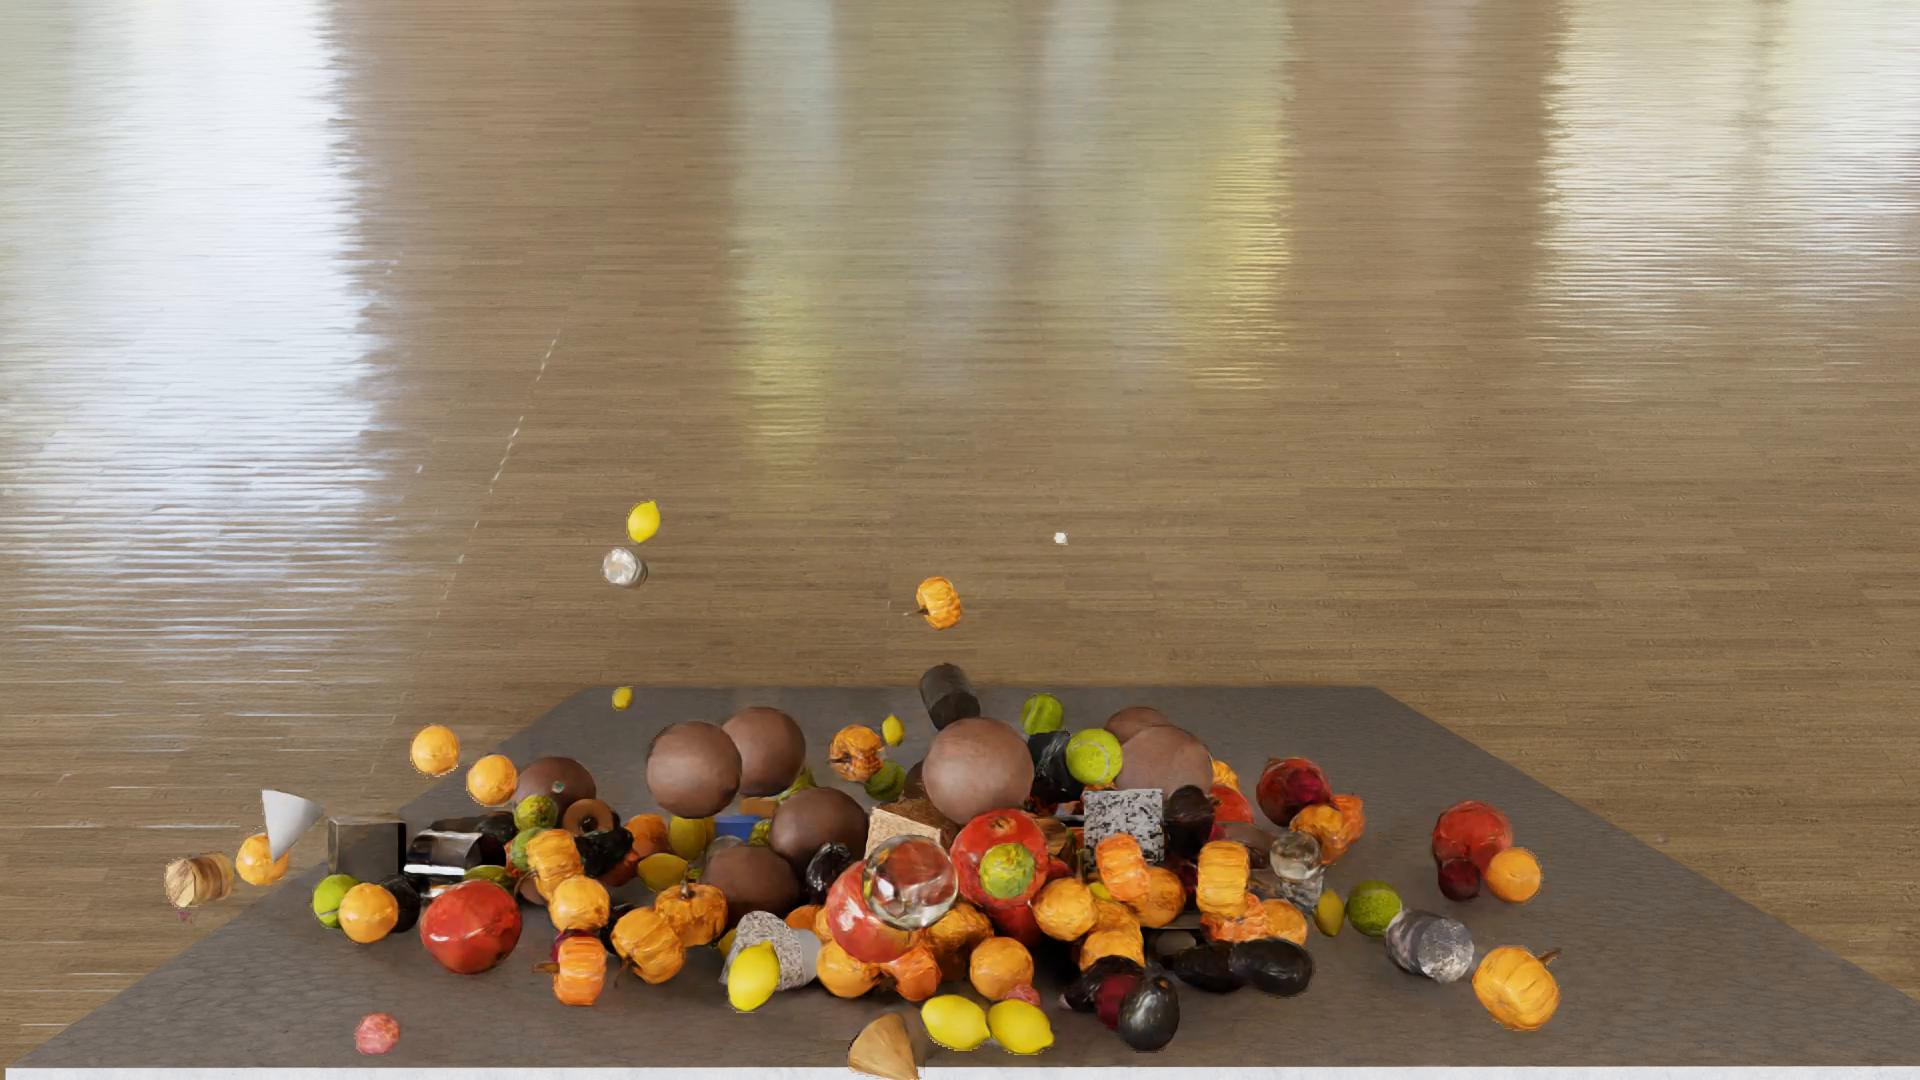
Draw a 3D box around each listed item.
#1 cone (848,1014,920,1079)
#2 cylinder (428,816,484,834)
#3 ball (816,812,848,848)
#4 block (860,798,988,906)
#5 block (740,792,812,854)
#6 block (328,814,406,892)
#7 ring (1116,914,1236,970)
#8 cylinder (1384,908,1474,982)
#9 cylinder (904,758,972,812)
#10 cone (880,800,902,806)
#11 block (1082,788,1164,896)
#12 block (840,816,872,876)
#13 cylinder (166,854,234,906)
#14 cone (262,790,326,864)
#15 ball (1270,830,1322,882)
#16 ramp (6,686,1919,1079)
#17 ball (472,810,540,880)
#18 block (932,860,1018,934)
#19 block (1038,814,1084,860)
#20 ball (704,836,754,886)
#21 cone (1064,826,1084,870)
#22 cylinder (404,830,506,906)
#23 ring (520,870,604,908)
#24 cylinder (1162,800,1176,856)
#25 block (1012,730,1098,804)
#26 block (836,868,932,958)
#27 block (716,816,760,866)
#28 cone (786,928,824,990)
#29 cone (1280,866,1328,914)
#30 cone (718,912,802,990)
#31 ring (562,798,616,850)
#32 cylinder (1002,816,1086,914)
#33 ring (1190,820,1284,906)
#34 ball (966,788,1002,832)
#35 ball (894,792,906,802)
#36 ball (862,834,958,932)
[{"bbox_3d":[-0.059,0.509,2.500,0.069,0.069,0.069,-20,44,-38],"label":"cone"},{"bbox_3d":[-0.714,0.439,3.700,0.078,0.078,0.078,-2,20,-38],"label":"cylinder"},{"bbox_3d":[-0.194,0.442,3.938,0.054,0.054,0.054,0,24,0],"label":"ball"},{"bbox_3d":[-0.042,0.369,3.029,0.099,0.099,0.099,15,10,33],"label":"block"},{"bbox_3d":[-0.278,0.430,3.912,0.080,0.080,0.080,1,2,26],"label":"block"},{"bbox_3d":[-0.829,0.436,3.597,0.092,0.092,0.092,-1,2,-21],"label":"block"},{"bbox_3d":[0.258,0.478,3.066,0.143,0.048,0.143,-1,3,0],"label":"ring"},{"bbox_3d":[0.541,0.468,2.973,0.073,0.073,0.073,-10,5,-21],"label":"cylinder"},{"bbox_3d":[-0.031,0.366,3.747,0.073,0.073,0.073,25,-9,44],"label":"cylinder"},{"bbox_3d":[-0.109,0.451,3.873,0.093,0.093,0.093,10,61,-19],"label":"cone"},{"bbox_3d":[0.201,0.372,3.170,0.096,0.096,0.096,-2,57,3],"label":"block"},{"bbox_3d":[-0.101,0.423,3.476,0.087,0.087,0.087,-12,-20,34],"label":"block"},{"bbox_3d":[-1.031,0.461,3.495,0.063,0.063,0.063,19,15,36],"label":"cylinder"},{"bbox_3d":[-0.945,0.409,3.598,0.092,0.092,0.092,8,69,17],"label":"cone"},{"bbox_3d":[0.388,0.365,2.971,0.060,0.060,0.060,0,24,0],"label":"ball"},{"bbox_3d":[0.055,0.497,4.545,2.000,0.100,4.000,0,2,0],"label":"ramp"},{"bbox_3d":[-0.643,0.431,3.636,0.099,0.099,0.099,0,24,0],"label":"ball"},{"bbox_3d":[0.012,0.446,3.229,0.087,0.087,0.087,1,-6,27],"label":"block"},{"bbox_3d":[0.152,0.441,3.772,0.069,0.069,0.069,0,2,-3],"label":"block"},{"bbox_3d":[-0.323,0.447,3.594,0.070,0.070,0.070,0,24,0],"label":"ball"},{"bbox_3d":[0.125,0.460,3.713,0.078,0.078,0.078,-27,17,18],"label":"cone"},{"bbox_3d":[-0.676,0.440,3.454,0.096,0.096,0.096,1,22,26],"label":"cylinder"},{"bbox_3d":[-0.535,0.468,3.458,0.111,0.037,0.111,4,1,0],"label":"ring"},{"bbox_3d":[0.267,0.431,3.832,0.084,0.084,0.084,-1,23,-20],"label":"cylinder"},{"bbox_3d":[0.131,0.315,3.570,0.071,0.071,0.071,-15,44,55],"label":"block"},{"bbox_3d":[-0.092,0.453,3.138,0.091,0.091,0.091,1,2,17],"label":"block"},{"bbox_3d":[-0.327,0.443,3.794,0.064,0.064,0.064,0,2,-3],"label":"block"},{"bbox_3d":[-0.175,0.490,2.950,0.072,0.072,0.072,-10,62,19],"label":"cone"},{"bbox_3d":[0.415,0.400,3.029,0.055,0.055,0.055,27,33,-19],"label":"cone"},{"bbox_3d":[-0.245,0.483,2.915,0.096,0.096,0.096,-36,2,35],"label":"cone"},{"bbox_3d":[-0.539,0.413,3.736,0.077,0.077,0.026,-2,-18,-4],"label":"ring"},{"bbox_3d":[0.110,0.423,3.349,0.088,0.088,0.088,-15,36,11],"label":"cylinder"},{"bbox_3d":[0.364,0.415,3.313,0.143,0.048,0.143,12,30,-7],"label":"ring"},{"bbox_3d":[0.031,0.426,4.058,0.071,0.071,0.071,0,24,0],"label":"ball"},{"bbox_3d":[-0.074,0.427,3.945,0.084,0.084,0.084,0,24,0],"label":"ball"},{"bbox_3d":[-0.051,0.351,2.639,0.099,0.099,0.099,0,24,0],"label":"ball"}]
